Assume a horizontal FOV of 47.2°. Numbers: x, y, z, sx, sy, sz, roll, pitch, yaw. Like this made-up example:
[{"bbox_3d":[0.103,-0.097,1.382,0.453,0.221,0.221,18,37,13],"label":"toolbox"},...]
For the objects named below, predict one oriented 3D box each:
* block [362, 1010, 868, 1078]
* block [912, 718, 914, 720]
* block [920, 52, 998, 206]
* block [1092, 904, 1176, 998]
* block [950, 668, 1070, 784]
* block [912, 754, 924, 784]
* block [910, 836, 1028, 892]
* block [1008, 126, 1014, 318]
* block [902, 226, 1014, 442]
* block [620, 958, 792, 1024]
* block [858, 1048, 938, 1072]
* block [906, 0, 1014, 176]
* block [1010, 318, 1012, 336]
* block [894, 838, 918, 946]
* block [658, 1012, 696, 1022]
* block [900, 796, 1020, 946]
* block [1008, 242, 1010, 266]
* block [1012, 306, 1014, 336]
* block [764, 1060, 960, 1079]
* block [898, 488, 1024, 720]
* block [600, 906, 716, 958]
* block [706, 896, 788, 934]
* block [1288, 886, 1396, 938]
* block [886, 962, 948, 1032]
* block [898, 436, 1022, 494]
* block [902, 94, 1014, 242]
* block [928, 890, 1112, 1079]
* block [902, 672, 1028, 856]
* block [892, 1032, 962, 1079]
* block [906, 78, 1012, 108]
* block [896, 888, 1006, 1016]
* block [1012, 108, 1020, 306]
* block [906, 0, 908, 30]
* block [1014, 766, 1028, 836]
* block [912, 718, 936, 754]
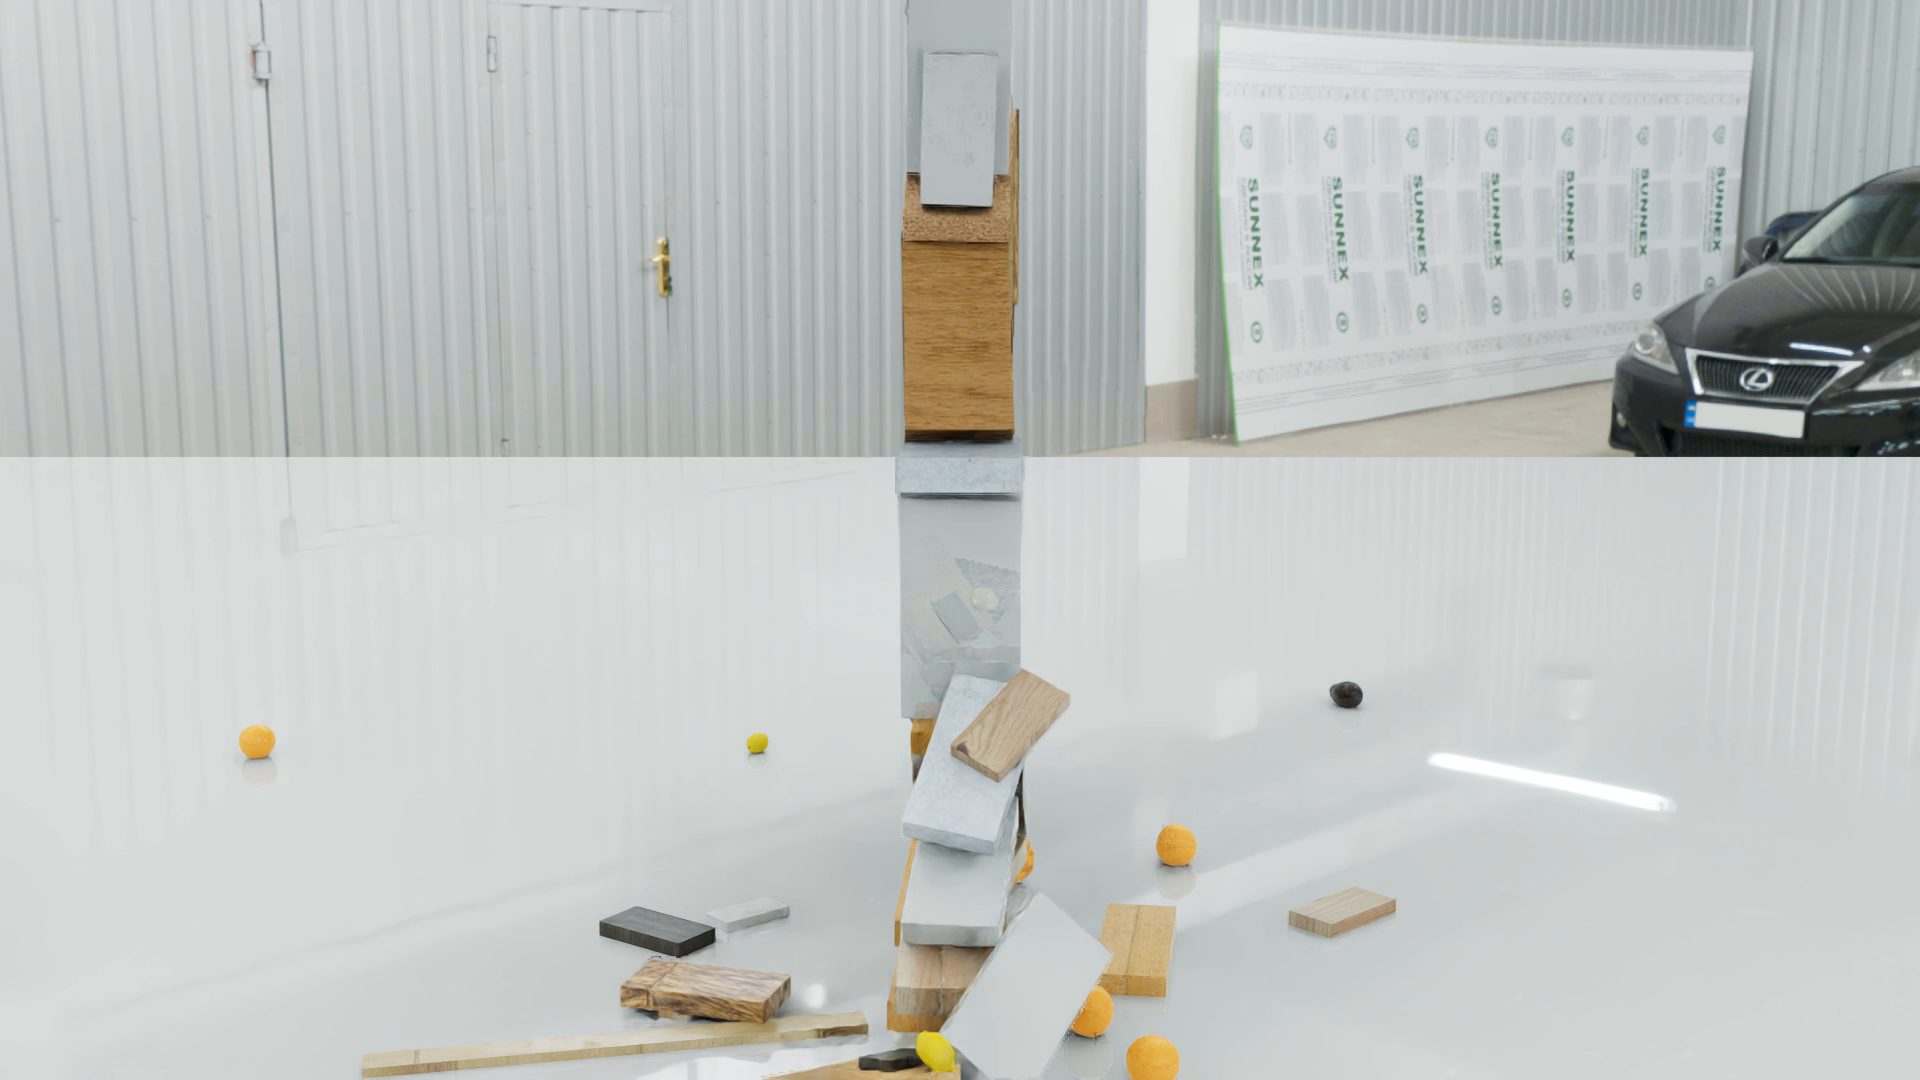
[{"bbox_3d":[-0.471,0.698,3.048,0.690,0.014,0.050,-2,11,-12],"label":"block"},{"bbox_3d":[0.005,0.100,3.541,0.175,0.522,0.049,0,43,0],"label":"block"},{"bbox_3d":[-0.002,-0.613,3.289,0.110,0.220,0.031,2,17,2],"label":"block"},{"bbox_3d":[0.270,0.628,3.382,0.110,0.031,0.303,2,11,8],"label":"block"},{"bbox_3d":[0.072,0.262,3.118,0.085,0.024,0.169,28,56,27],"label":"block"},{"bbox_3d":[-0.005,0.414,3.418,0.125,0.035,0.378,2,-33,2],"label":"block"},{"bbox_3d":[0.015,0.479,3.226,0.133,0.038,0.266,2,5,9],"label":"block"},{"bbox_3d":[0.003,-0.561,3.783,0.176,0.356,0.050,0,11,0],"label":"block"},{"bbox_3d":[-0.005,-0.316,3.349,0.162,0.339,0.046,-1,-19,-3],"label":"block"},{"bbox_3d":[-0.366,0.651,3.178,0.220,0.031,0.110,3,11,16],"label":"block"},{"bbox_3d":[-0.076,0.640,2.707,0.050,0.014,0.099,-3,-6,34],"label":"block"},{"bbox_3d":[0.000,-0.723,3.304,0.155,0.346,0.044,2,29,1],"label":"block"},{"bbox_3d":[0.002,-0.355,3.797,0.171,0.049,0.343,0,14,1],"label":"block"},{"bbox_3d":[-0.012,0.526,3.305,0.146,0.041,0.292,2,18,4],"label":"block"},{"bbox_3d":[-0.391,0.672,3.191,0.049,0.014,0.099,4,11,22],"label":"block"},{"bbox_3d":[0.003,0.459,3.077,0.133,0.038,0.266,1,34,8],"label":"block"},{"bbox_3d":[0.000,-0.503,3.623,0.162,0.324,0.046,0,30,1],"label":"block"},{"bbox_3d":[0.012,-0.425,4.136,0.173,0.049,0.346,0,10,0],"label":"block"},{"bbox_3d":[-0.124,0.660,2.645,0.130,0.037,0.259,-2,-6,32],"label":"block"},{"bbox_3d":[0.002,0.095,3.201,0.175,0.349,0.049,1,23,3],"label":"block"},{"bbox_3d":[-0.477,0.616,3.462,0.169,0.024,0.085,7,13,35],"label":"block"},{"bbox_3d":[-0.343,0.604,3.547,0.121,0.017,0.060,-9,14,-39],"label":"block"},{"bbox_3d":[0.618,0.600,3.549,0.169,0.024,0.085,-10,14,-42],"label":"block"},{"bbox_3d":[-0.018,0.622,3.087,0.146,0.041,0.292,1,7,3],"label":"block"},{"bbox_3d":[0.003,-0.114,3.245,0.175,0.049,0.349,0,8,1],"label":"block"},{"bbox_3d":[0.000,-0.587,3.447,0.162,0.046,0.324,1,46,2],"label":"block"},{"bbox_3d":[0.083,0.600,2.869,0.132,0.037,0.295,41,41,0],"label":"block"},{"bbox_3d":[0.019,0.315,3.117,0.132,0.037,0.265,11,51,11],"label":"block"},{"bbox_3d":[-0.013,0.679,2.950,0.130,0.037,0.259,1,-1,6],"label":"block"},{"bbox_3d":[0.000,-0.783,3.862,0.176,0.050,0.353,0,11,1],"label":"block"},{"bbox_3d":[-0.009,0.566,3.041,0.146,0.041,0.292,1,17,1],"label":"block"},{"bbox_3d":[0.019,-0.608,4.019,0.176,0.353,0.050,0,11,1],"label":"block"},{"bbox_3d":[-0.002,-0.787,3.522,0.155,0.044,0.311,2,-16,2],"label":"block"},{"bbox_3d":[0.029,0.384,3.258,0.133,0.038,0.266,2,-23,4],"label":"block"},{"bbox_3d":[-0.005,0.257,3.327,0.125,0.035,0.250,1,19,1],"label":"block"}]
